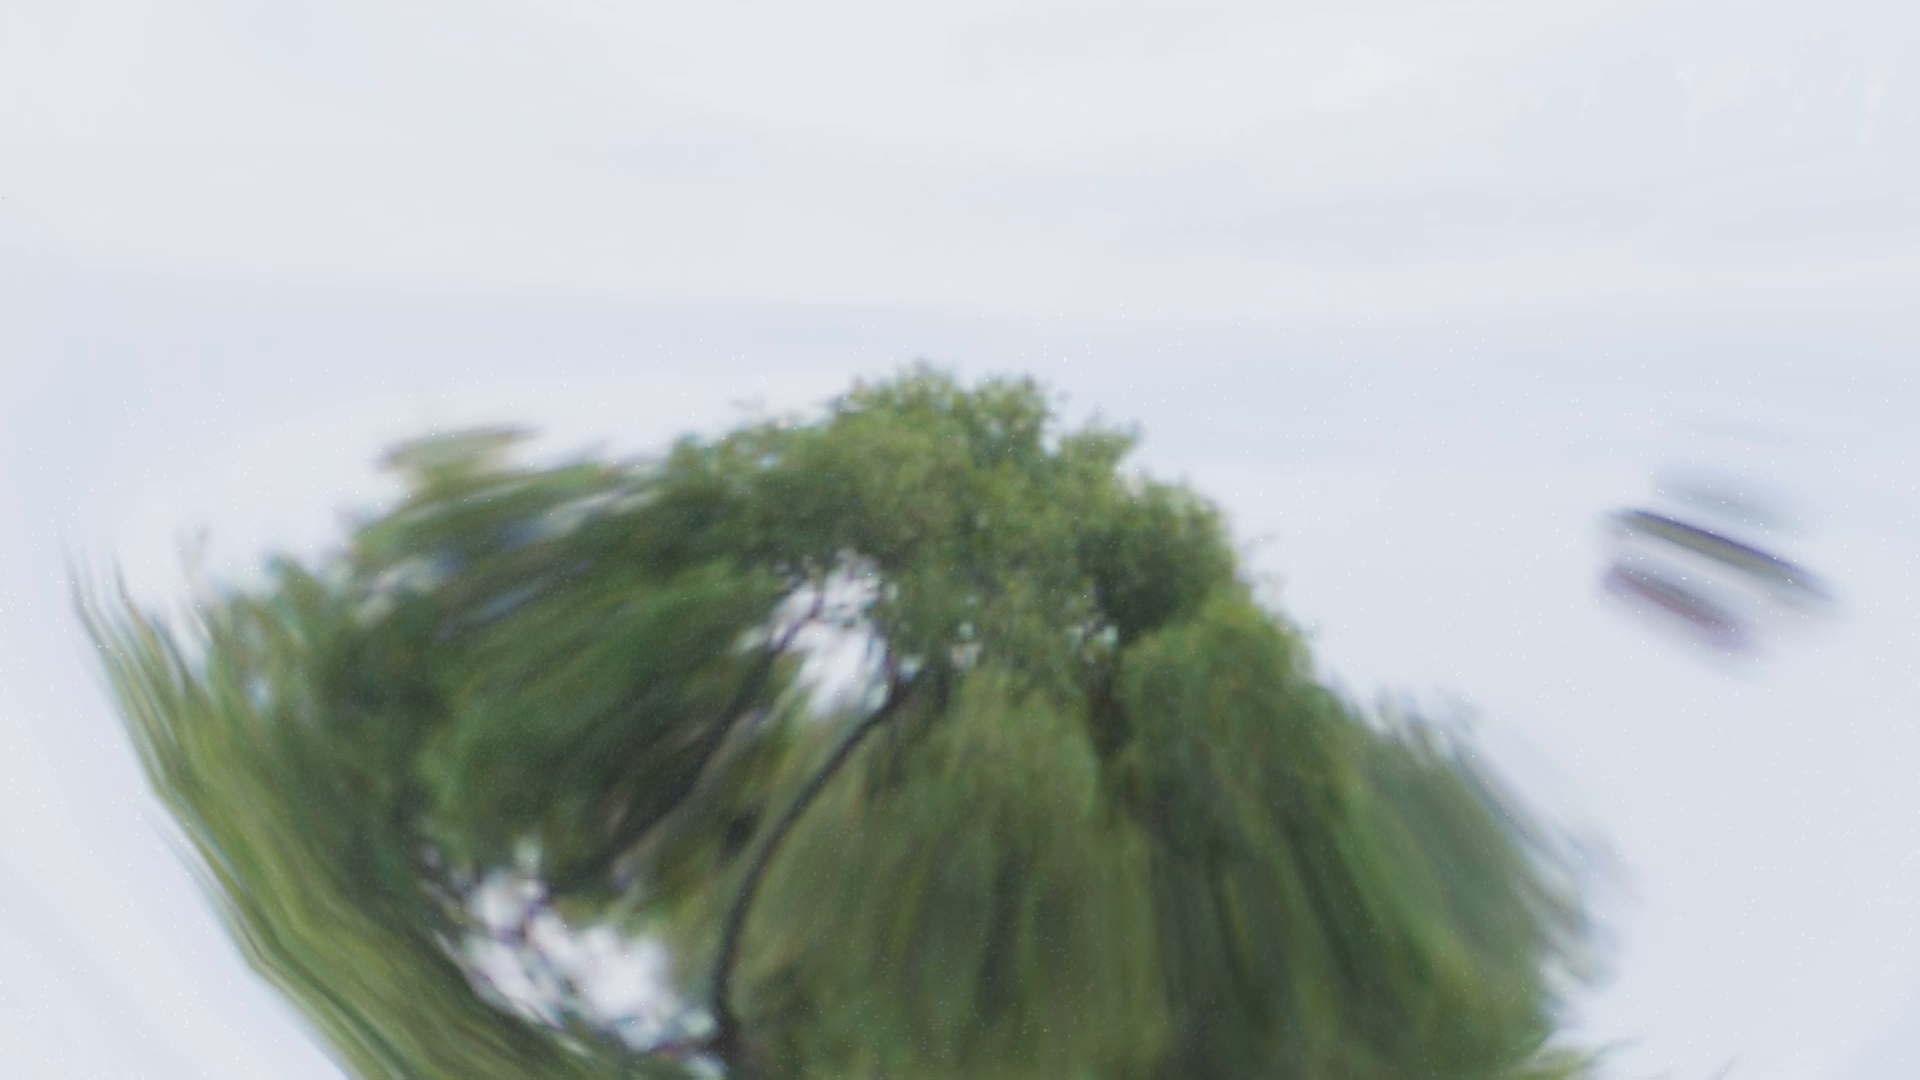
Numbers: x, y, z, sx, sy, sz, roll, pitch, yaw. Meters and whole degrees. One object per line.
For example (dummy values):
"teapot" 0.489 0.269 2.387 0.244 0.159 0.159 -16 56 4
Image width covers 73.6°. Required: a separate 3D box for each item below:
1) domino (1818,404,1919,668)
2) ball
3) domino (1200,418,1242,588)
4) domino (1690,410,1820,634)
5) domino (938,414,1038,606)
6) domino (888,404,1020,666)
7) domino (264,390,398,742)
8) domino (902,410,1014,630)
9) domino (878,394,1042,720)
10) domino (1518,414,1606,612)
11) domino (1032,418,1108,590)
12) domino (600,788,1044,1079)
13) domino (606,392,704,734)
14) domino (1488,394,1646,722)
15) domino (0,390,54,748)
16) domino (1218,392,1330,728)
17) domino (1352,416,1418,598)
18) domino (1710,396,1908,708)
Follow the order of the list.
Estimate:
"domino" 0.181 -0.001 0.246 0.025 0.050 0.009 2 5 28
"ball" 0.004 -0.008 0.045 0.080 0.080 0.080 0 4 0
"domino" 0.079 -0.012 0.388 0.009 0.050 0.025 1 4 16
"domino" 0.181 -0.004 0.293 0.025 0.050 0.010 -1 5 -19
"domino" 0.008 -0.008 0.344 0.025 0.050 0.009 1 4 16
"domino" -0.001 -0.001 0.249 0.025 0.050 0.010 0 4 -1
"domino" -0.095 0.003 0.194 0.009 0.050 0.025 -1 4 -9
"domino" 0.000 -0.005 0.297 0.025 0.050 0.009 0 4 4
"domino" 0.000 0.002 0.201 0.025 0.050 0.010 0 4 0
"domino" 0.156 -0.007 0.334 0.025 0.050 0.009 -4 6 -40
"domino" 0.033 -0.011 0.383 0.009 0.050 0.025 -3 5 -32
"domino" -0.013 0.031 0.097 0.025 0.009 0.050 -1 4 -14
"domino" -0.047 0.003 0.199 0.010 0.050 0.025 0 4 -2
"domino" 0.097 0.002 0.207 0.009 0.050 0.025 -1 4 -7
"domino" -0.141 0.004 0.184 0.010 0.050 0.025 -1 5 -18
"domino" 0.049 0.002 0.203 0.010 0.050 0.025 0 4 -3
"domino" 0.121 -0.010 0.366 0.009 0.050 0.025 3 5 35
"domino" 0.144 0.001 0.218 0.009 0.050 0.025 -2 5 -21
